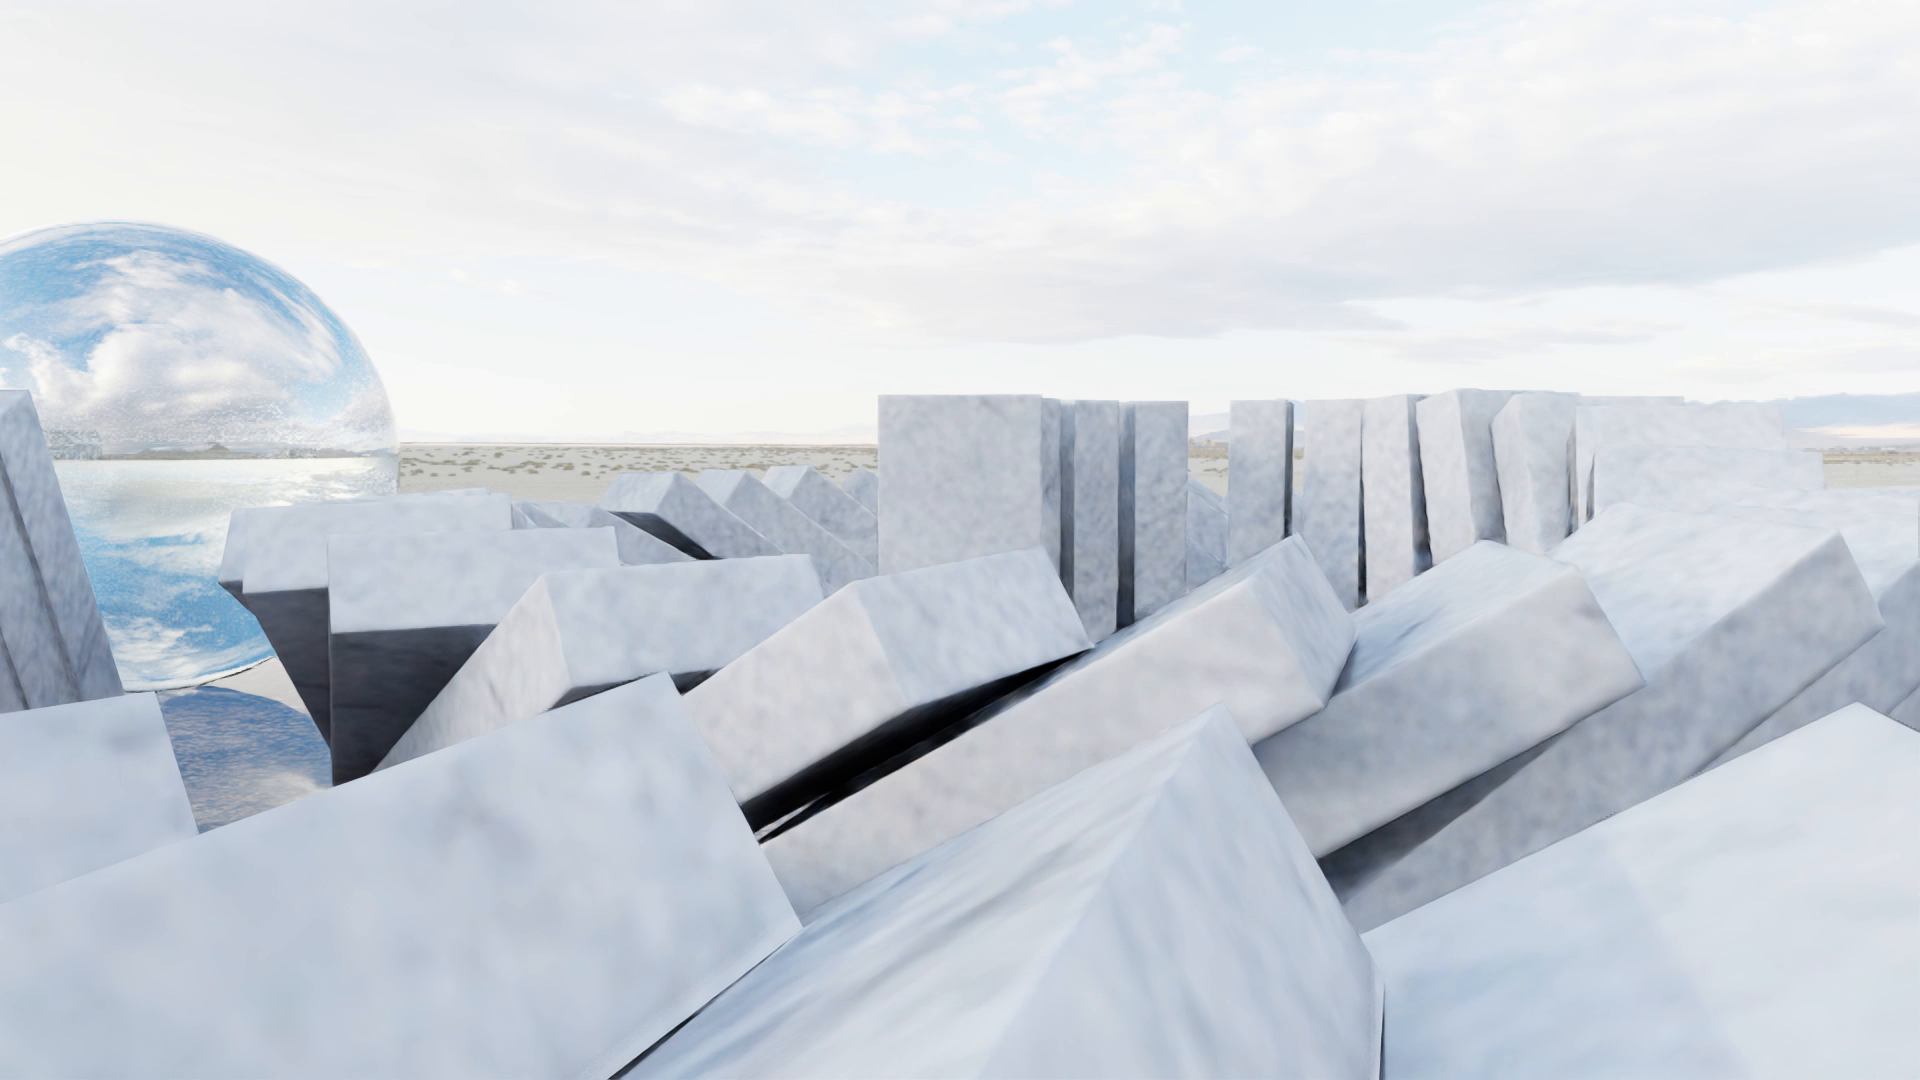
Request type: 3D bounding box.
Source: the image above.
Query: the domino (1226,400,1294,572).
[{"bbox_3d":[0.055,0.000,0.234,0.010,0.050,0.025,1,4,18],"label":"domino"}]

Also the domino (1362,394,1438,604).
[{"bbox_3d":[0.081,0.001,0.217,0.025,0.050,0.010,-3,1,-31],"label":"domino"}]

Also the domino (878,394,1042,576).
[{"bbox_3d":[0.000,0.002,0.201,0.025,0.050,0.010,0,4,0],"label":"domino"}]

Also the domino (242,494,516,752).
[{"bbox_3d":[-0.064,0.013,0.151,0.025,0.009,0.050,-4,-29,-16],"label":"domino"}]

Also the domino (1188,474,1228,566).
[{"bbox_3d":[0.069,0.002,0.307,0.050,0.010,0.025,36,16,15],"label":"domino"}]

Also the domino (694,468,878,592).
[{"bbox_3d":[-0.035,0.003,0.284,0.050,0.010,0.025,39,-16,-27],"label":"domino"}]

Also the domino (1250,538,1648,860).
[{"bbox_3d":[0.025,0.018,0.104,0.050,0.009,0.025,-31,-1,10],"label":"domino"}]

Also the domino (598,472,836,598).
[{"bbox_3d":[-0.049,0.004,0.270,0.025,0.009,0.050,3,-30,49],"label":"domino"}]

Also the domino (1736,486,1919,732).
[{"bbox_3d":[0.081,0.014,0.129,0.050,0.010,0.025,-40,23,-19],"label":"domino"}]

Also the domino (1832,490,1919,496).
[{"bbox_3d":[0.166,0.010,0.209,0.025,0.009,0.050,0,36,-3],"label":"domino"}]

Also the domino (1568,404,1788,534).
[{"bbox_3d":[0.095,0.006,0.169,0.025,0.050,0.010,2,-26,20],"label":"domino"}]

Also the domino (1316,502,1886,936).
[{"bbox_3d":[0.048,0.016,0.111,0.050,0.009,0.025,-35,12,-6],"label":"domino"}]

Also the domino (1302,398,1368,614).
[{"bbox_3d":[0.069,0.000,0.228,0.010,0.050,0.025,3,5,32],"label":"domino"}]

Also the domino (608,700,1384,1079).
[{"bbox_3d":[-0.014,0.023,0.036,0.050,0.009,0.025,-31,-5,20],"label":"domino"}]

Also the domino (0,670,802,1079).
[{"bbox_3d":[-0.032,0.022,0.041,0.050,0.010,0.025,-32,-6,24],"label":"domino"}]

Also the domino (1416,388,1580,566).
[{"bbox_3d":[0.088,0.002,0.204,0.025,0.050,0.009,-1,-7,-21],"label":"domino"}]

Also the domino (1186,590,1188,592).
[{"bbox_3d":[0.030,0.001,0.311,0.050,0.009,0.025,35,5,2],"label":"domino"}]

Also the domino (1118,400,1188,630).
[{"bbox_3d":[0.033,0.000,0.237,0.009,0.050,0.025,-1,4,-8],"label":"domino"}]

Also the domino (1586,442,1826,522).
[{"bbox_3d":[0.088,0.010,0.151,0.025,0.009,0.050,5,50,22],"label":"domino"}]

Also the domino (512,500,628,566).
[{"bbox_3d":[-0.072,0.008,0.232,0.025,0.009,0.050,0,-25,28],"label":"domino"}]

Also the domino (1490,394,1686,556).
[{"bbox_3d":[0.095,0.004,0.187,0.025,0.050,0.010,0,-19,0],"label":"domino"}]

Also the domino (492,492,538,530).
[{"bbox_3d":[-0.075,0.009,0.208,0.025,0.010,0.050,-3,-27,9],"label":"domino"}]

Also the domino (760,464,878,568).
[{"bbox_3d":[-0.022,0.002,0.293,0.050,0.009,0.025,38,-15,-24],"label":"domino"}]

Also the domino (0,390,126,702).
[{"bbox_3d":[-0.130,0.005,0.167,0.025,0.050,0.009,-1,29,-8],"label":"domino"}]

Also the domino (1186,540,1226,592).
[{"bbox_3d":[0.049,0.001,0.310,0.050,0.010,0.025,35,9,8],"label":"domino"}]

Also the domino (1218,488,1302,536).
[{"bbox_3d":[0.087,0.002,0.302,0.050,0.010,0.025,38,20,23],"label":"domino"}]

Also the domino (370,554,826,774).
[{"bbox_3d":[-0.036,0.017,0.122,0.025,0.010,0.050,-4,-23,-42],"label":"domino"}]

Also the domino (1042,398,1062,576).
[{"bbox_3d":[0.004,0.001,0.219,0.025,0.050,0.009,3,5,36],"label":"domino"}]

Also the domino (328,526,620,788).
[{"bbox_3d":[-0.053,0.015,0.137,0.025,0.009,0.050,-2,-27,-27],"label":"domino"}]

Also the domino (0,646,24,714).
[{"bbox_3d":[-0.128,0.007,0.146,0.025,0.050,0.009,-1,29,-8],"label":"domino"}]

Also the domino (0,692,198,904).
[{"bbox_3d":[-0.053,0.022,0.050,0.050,0.010,0.025,-33,-14,31],"label":"domino"}]

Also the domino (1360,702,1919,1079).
[{"bbox_3d":[0.005,0.023,0.032,0.050,0.010,0.025,-31,-2,14],"label":"domino"}]

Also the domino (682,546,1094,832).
[{"bbox_3d":[-0.016,0.017,0.110,0.050,0.010,0.025,-33,-14,33],"label":"domino"}]

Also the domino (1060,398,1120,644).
[{"bbox_3d":[0.017,0.000,0.230,0.010,0.050,0.025,-3,5,-33],"label":"domino"}]

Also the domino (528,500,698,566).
[{"bbox_3d":[-0.061,0.008,0.255,0.025,0.010,0.050,4,-22,43],"label":"domino"}]

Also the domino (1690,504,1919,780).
[{"bbox_3d":[0.064,0.016,0.117,0.050,0.010,0.025,-36,13,-10],"label":"domino"}]

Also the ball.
[{"bbox_3d":[-0.139,-0.014,0.219,0.080,0.080,0.080,0,4,0],"label":"ball"}]

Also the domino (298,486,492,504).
[{"bbox_3d":[-0.073,0.010,0.187,0.025,0.009,0.050,-5,-28,-1],"label":"domino"}]

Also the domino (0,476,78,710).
[{"bbox_3d":[-0.129,0.006,0.157,0.025,0.050,0.009,-1,29,-8],"label":"domino"}]

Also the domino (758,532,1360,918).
[{"bbox_3d":[0.006,0.017,0.103,0.050,0.010,0.025,-32,-5,23],"label":"domino"}]

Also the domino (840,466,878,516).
[{"bbox_3d":[-0.006,0.001,0.304,0.050,0.009,0.025,35,-5,-10],"label":"domino"}]

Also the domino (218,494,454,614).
[{"bbox_3d":[-0.072,0.012,0.169,0.025,0.010,0.050,-4,-28,-4],"label":"domino"}]
